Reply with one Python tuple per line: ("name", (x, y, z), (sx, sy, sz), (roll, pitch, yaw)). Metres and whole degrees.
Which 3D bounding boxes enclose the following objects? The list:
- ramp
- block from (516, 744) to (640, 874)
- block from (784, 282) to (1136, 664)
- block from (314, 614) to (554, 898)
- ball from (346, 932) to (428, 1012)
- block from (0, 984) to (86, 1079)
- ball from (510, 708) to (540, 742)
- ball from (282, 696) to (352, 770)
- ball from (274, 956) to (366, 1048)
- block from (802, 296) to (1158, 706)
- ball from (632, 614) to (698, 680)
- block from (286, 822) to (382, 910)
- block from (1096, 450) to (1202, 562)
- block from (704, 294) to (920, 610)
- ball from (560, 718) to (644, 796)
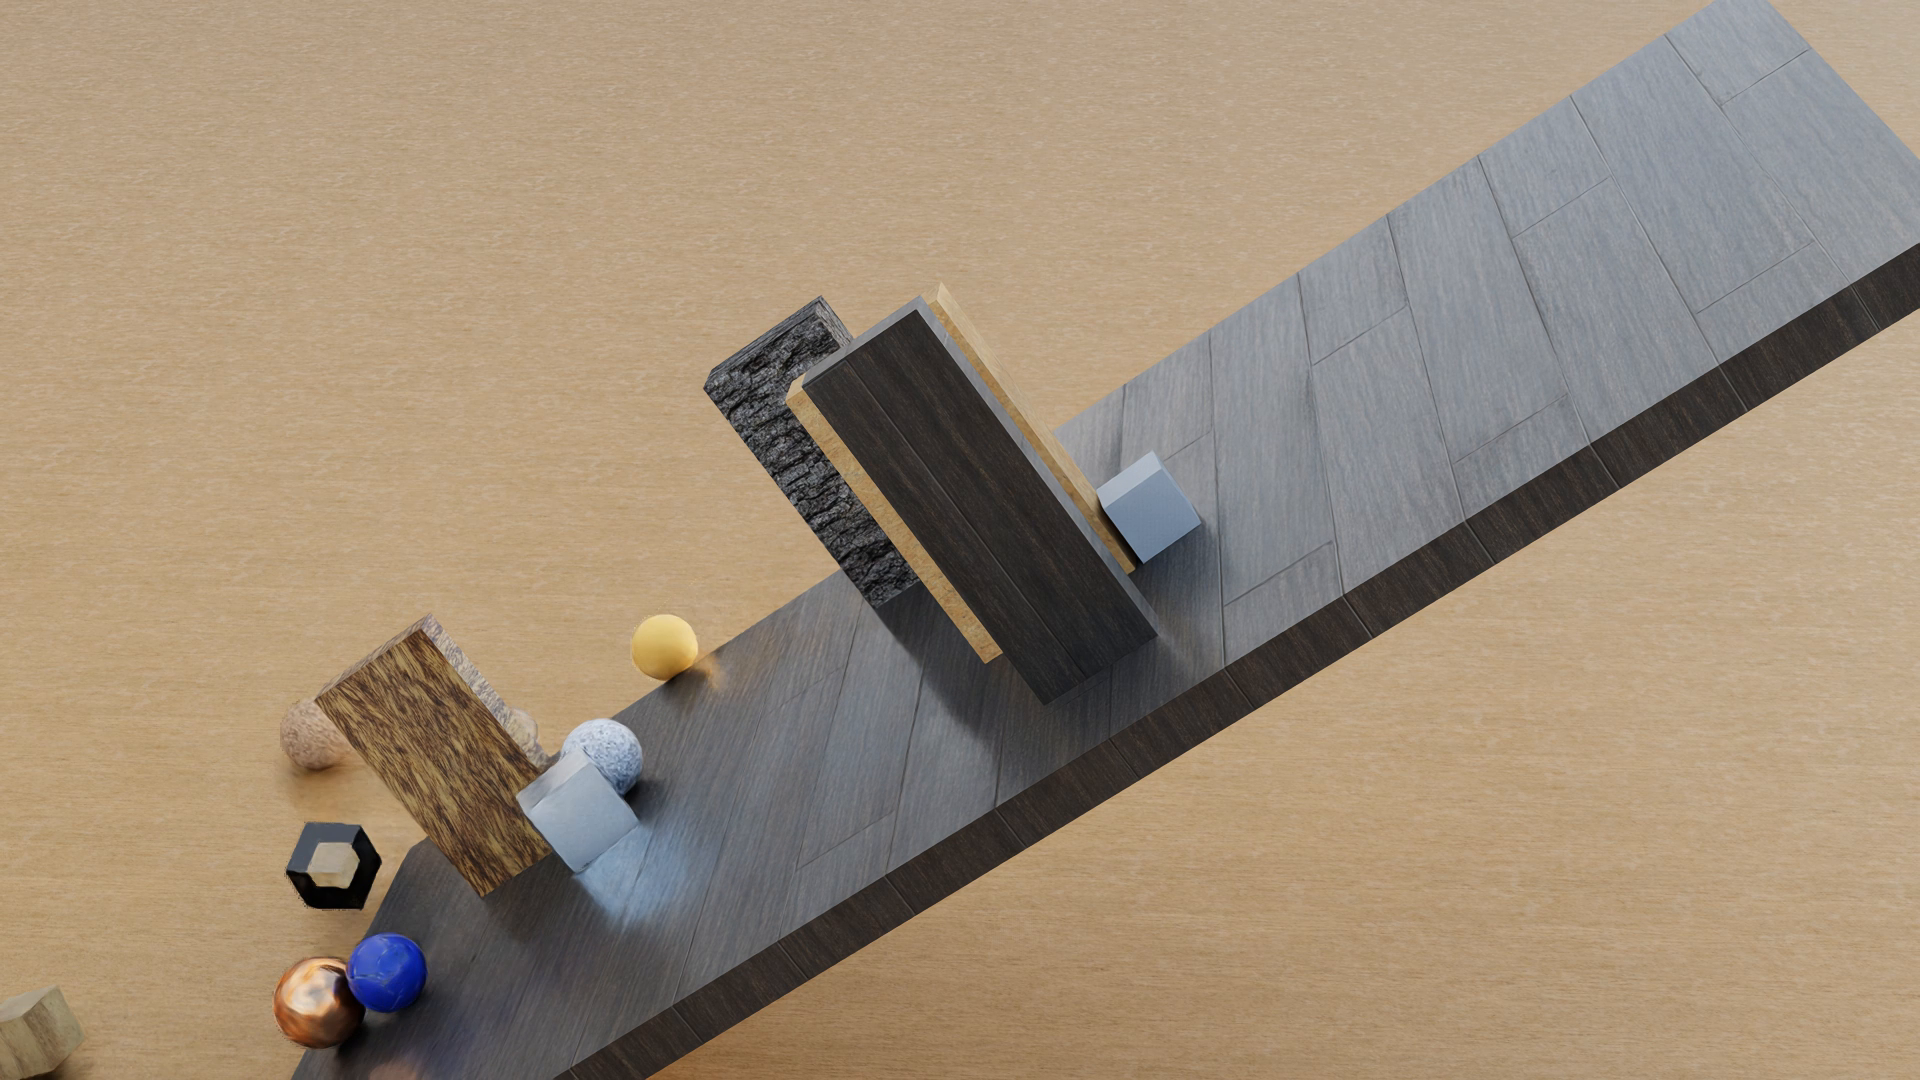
("ramp", (0.134, 0.175, 6.309), (4.000, 0.100, 2.000), (-33, 16, 15))
("block", (-0.871, 0.614, 6.704), (0.186, 0.186, 0.186), (-39, 15, -7))
("block", (0.007, -0.132, 5.983), (0.375, 0.692, 0.125), (-33, 16, 15))
("block", (-1.179, 0.507, 6.875), (0.325, 0.618, 0.091), (-33, 16, 15))
("ball", (-1.285, 0.969, 6.594), (0.178, 0.178, 0.178), (0, 22, 0))
("block", (-2.168, 1.152, 6.854), (0.149, 0.149, 0.149), (-17, 15, 22))
("ball", (-1.284, 0.559, 8.395), (0.162, 0.162, 0.162), (0, 22, 0))
("ball", (-1.822, 0.549, 8.357), (0.208, 0.208, 0.208), (0, 22, 0))
("ball", (-1.451, 1.049, 6.672), (0.208, 0.208, 0.208), (0, 22, 0))
("block", (0.044, -0.068, 5.545), (0.264, 0.783, 0.090), (-33, 16, 15))
("ball", (-0.758, 0.275, 7.550), (0.170, 0.170, 0.170), (0, 22, 0))
("block", (-1.615, 0.841, 7.589), (0.156, 0.156, 0.156), (0, 47, 17))
("block", (0.384, -0.068, 6.007), (0.143, 0.143, 0.143), (-35, 15, 7))
("block", (-0.260, -0.200, 6.827), (0.320, 0.663, 0.139), (-33, 16, 15))
("ball", (-0.842, 0.517, 6.904), (0.195, 0.195, 0.195), (0, 22, 0))
